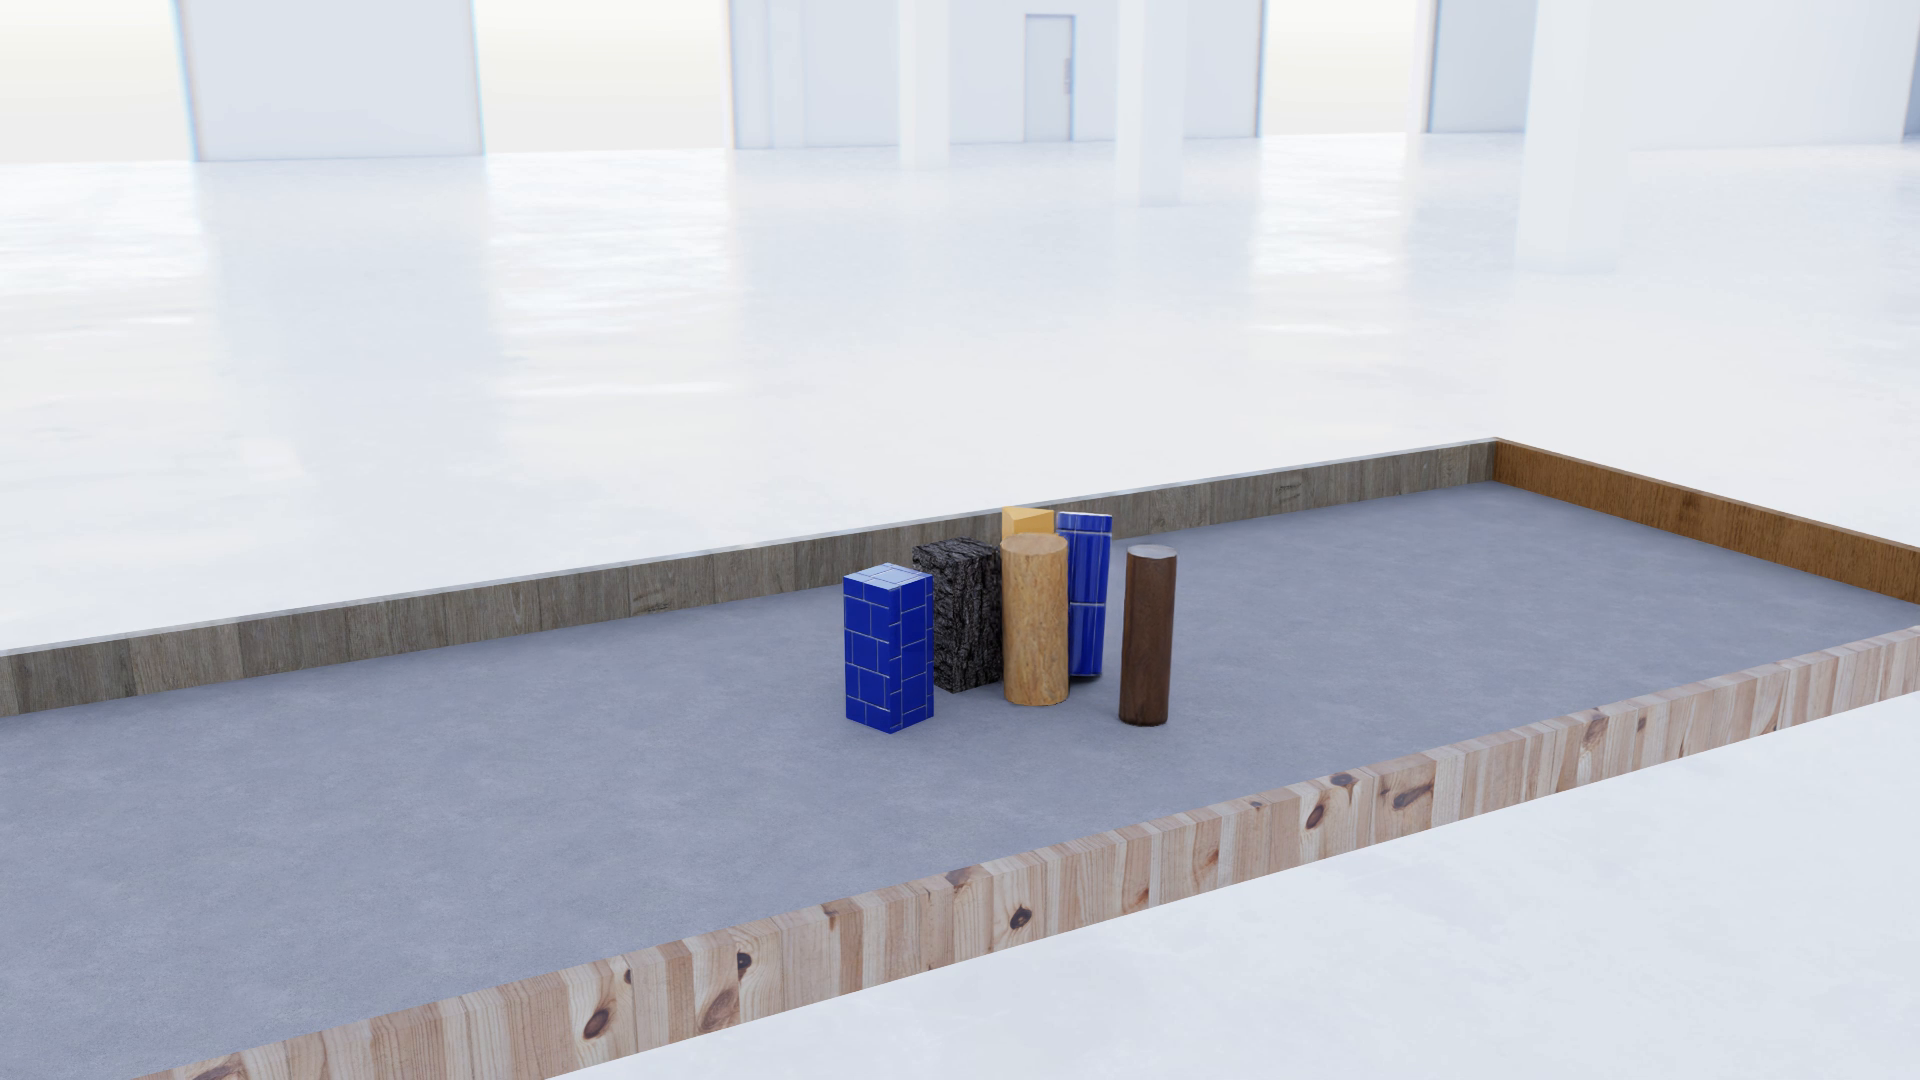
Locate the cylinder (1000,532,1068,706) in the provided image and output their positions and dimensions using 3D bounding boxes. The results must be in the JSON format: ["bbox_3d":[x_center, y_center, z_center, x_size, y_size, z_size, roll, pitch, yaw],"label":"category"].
[{"bbox_3d":[0.181,0.192,3.991,0.159,0.391,0.159,-1,20,1],"label":"cylinder"}]

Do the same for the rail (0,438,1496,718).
[{"bbox_3d":[-3.305,0.497,3.399,12.000,0.150,0.050,-9,18,-27],"label":"rail"}]

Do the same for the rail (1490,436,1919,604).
[{"bbox_3d":[2.466,-0.048,5.253,0.050,0.150,2.100,-9,18,-27],"label":"rail"}]

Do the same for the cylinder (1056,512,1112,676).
[{"bbox_3d":[0.301,0.133,4.154,0.140,0.399,0.140,4,3,0],"label":"cylinder"}]

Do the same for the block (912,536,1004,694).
[{"bbox_3d":[-0.001,0.184,4.128,0.167,0.338,0.167,-12,20,-35],"label":"block"}]

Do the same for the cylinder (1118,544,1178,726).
[{"bbox_3d":[0.440,0.223,3.864,0.117,0.410,0.117,1,15,0],"label":"cylinder"}]

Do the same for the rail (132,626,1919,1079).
[{"bbox_3d":[-2.336,1.006,1.665,12.000,0.150,0.050,-9,18,-27],"label":"rail"}]

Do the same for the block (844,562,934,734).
[{"bbox_3d":[-0.167,0.252,3.872,0.147,0.352,0.147,14,22,40],"label":"block"}]

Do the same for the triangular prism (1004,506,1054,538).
[{"bbox_3d":[0.154,0.098,4.375,0.138,0.364,0.119,-14,21,-39],"label":"triangular prism"}]
